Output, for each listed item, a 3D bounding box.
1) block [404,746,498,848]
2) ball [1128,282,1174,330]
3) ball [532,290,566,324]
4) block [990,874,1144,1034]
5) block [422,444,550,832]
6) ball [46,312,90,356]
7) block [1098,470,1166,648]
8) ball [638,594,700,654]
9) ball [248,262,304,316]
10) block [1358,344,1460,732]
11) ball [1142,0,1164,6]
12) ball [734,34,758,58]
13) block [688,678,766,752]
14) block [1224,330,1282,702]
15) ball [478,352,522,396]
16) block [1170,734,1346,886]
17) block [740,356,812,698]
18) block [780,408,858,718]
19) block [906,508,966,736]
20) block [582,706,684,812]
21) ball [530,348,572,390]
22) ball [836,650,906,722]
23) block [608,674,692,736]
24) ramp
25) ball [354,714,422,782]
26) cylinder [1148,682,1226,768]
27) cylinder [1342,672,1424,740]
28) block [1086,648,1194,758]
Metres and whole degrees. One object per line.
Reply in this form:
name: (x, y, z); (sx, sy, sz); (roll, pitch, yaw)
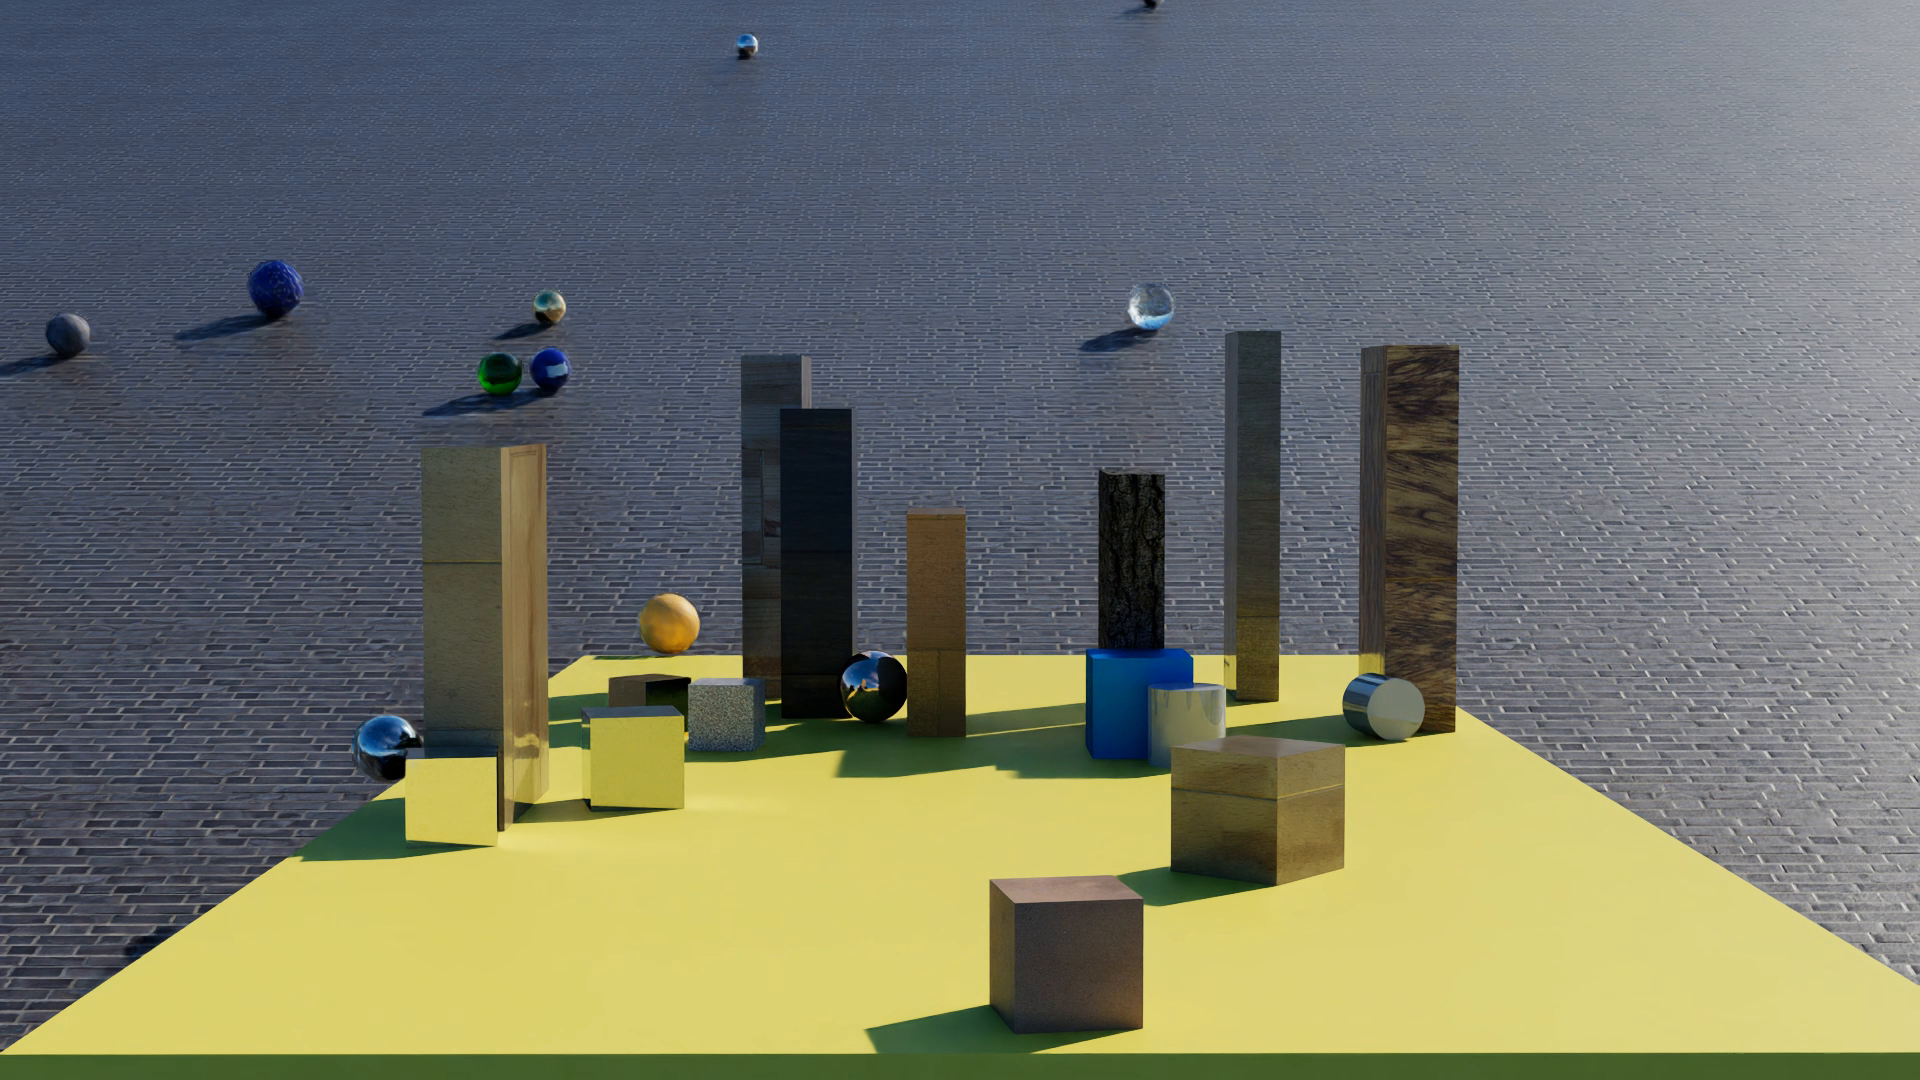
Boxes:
block: (-0.743, 0.375, 3.768); (0.129, 0.129, 0.129); (-1, 3, -9)
ball: (0.706, -0.863, 9.503); (0.175, 0.175, 0.175); (0, 21, 0)
ball: (-1.531, -0.866, 9.578); (0.126, 0.126, 0.126); (0, 21, 0)
block: (0.109, 0.430, 2.682); (0.134, 0.134, 0.134); (-1, 3, -10)
block: (-0.741, 0.138, 4.041); (0.118, 0.574, 0.424); (0, 3, 0)
ball: (-3.196, -0.738, 9.215); (0.151, 0.151, 0.151); (0, 21, 0)
block: (0.329, 0.122, 4.970); (0.104, 0.507, 0.347); (0, 3, 0)
ball: (-0.743, 0.215, 6.564); (0.155, 0.155, 0.155); (0, 21, 0)
ball: (-2.576, -0.948, 9.683); (0.202, 0.202, 0.202); (0, 21, 0)
block: (0.894, -0.010, 5.140); (0.139, 0.751, 0.325); (0, 3, 0)
ball: (1.205, -3.407, 16.032); (0.156, 0.156, 0.156); (0, 21, 0)
ball: (-1.201, -2.786, 14.479); (0.132, 0.132, 0.132); (0, 21, 0)
block: (-0.434, 0.324, 4.793); (0.122, 0.122, 0.122); (0, 3, 6)
block: (0.637, -0.056, 5.619); (0.092, 0.793, 0.258); (0, 3, 0)
ball: (-1.571, -0.568, 8.784); (0.149, 0.149, 0.149); (0, 21, 0)
block: (0.408, 0.367, 3.522); (0.171, 0.171, 0.171); (2, 4, 40)
block: (-0.407, -0.037, 5.746); (0.130, 0.743, 0.382); (0, 3, 0)
block: (-0.291, 0.041, 5.349); (0.145, 0.629, 0.289); (0, 3, 0)
block: (-0.046, 0.156, 5.077); (0.113, 0.428, 0.312); (0, 3, 0)
block: (-0.524, 0.348, 4.111); (0.147, 0.147, 0.147); (-1, 3, -14)
ball: (-1.409, -0.588, 8.844); (0.142, 0.142, 0.142); (0, 21, 0)
ball: (-0.175, 0.293, 5.160); (0.145, 0.145, 0.145); (0, 21, 0)
block: (-0.597, 0.321, 4.947); (0.113, 0.113, 0.113); (3, 4, 44)
ramp: (0.050, 0.449, 4.532); (2.000, 0.100, 4.000); (0, 3, 0)
ball: (-1.269, 0.462, 5.697); (0.148, 0.148, 0.148); (0, 21, 0)
cylinder: (0.402, 0.328, 4.558); (0.138, 0.138, 0.138); (0, 3, 0)
cylinder: (0.810, 0.319, 4.922); (0.118, 0.118, 0.118); (-6, 4, -15)
block: (0.327, 0.298, 4.714); (0.181, 0.181, 0.181); (0, 3, -1)
